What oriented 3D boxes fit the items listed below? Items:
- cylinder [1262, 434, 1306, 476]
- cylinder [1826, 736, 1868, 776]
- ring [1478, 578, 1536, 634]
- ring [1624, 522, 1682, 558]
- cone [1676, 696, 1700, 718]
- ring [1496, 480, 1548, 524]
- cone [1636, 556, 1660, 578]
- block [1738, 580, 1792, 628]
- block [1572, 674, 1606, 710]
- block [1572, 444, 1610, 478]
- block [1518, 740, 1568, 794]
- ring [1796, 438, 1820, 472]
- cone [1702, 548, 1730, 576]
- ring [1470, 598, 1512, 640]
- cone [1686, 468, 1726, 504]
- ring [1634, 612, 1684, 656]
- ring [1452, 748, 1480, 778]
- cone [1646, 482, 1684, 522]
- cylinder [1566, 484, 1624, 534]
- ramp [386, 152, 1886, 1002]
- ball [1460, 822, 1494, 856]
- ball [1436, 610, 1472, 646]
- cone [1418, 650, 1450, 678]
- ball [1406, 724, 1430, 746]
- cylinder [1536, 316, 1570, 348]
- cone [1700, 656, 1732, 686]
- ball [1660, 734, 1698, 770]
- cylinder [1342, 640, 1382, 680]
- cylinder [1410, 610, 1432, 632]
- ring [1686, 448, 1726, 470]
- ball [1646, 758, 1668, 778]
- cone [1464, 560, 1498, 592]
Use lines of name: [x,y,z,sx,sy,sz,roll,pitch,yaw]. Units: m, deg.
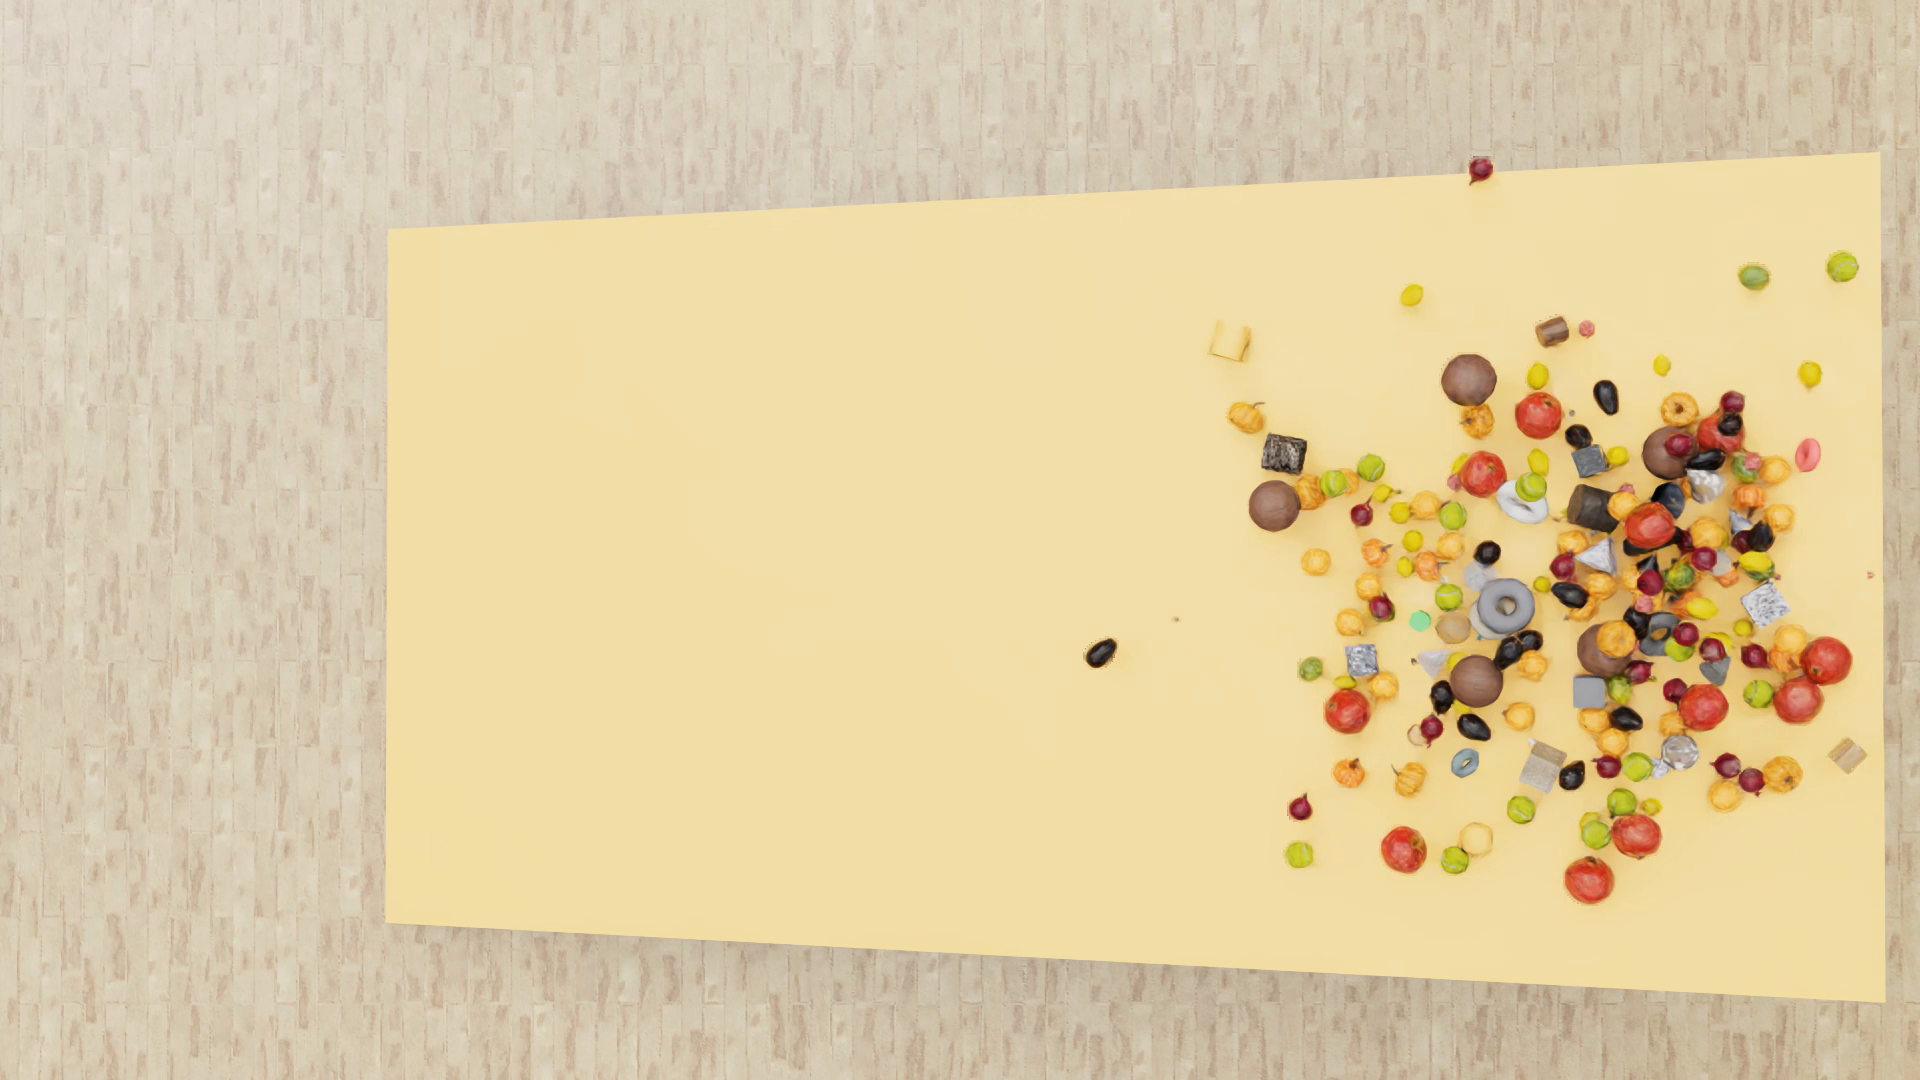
cylinder: [0.817,-0.216,5.543,0.092,0.092,0.092,12,89,17]
cylinder: [2.083,0.506,5.158,0.066,0.066,0.066,42,91,1]
ring: [1.330,0.160,5.355,0.139,0.046,0.139,0,91,4]
ring: [1.655,0.001,5.260,0.141,0.141,0.047,-24,98,0]
cone: [1.747,0.395,5.264,0.054,0.054,0.054,-2,79,12]
ring: [1.371,-0.091,5.359,0.134,0.134,0.045,38,66,1]
cone: [1.654,0.050,5.259,0.058,0.058,0.058,3,47,-3]
block: [1.906,0.153,5.208,0.083,0.083,0.083,-34,80,15]
block: [1.524,0.367,5.325,0.073,0.073,0.073,-4,92,17]
block: [1.530,-0.191,5.333,0.066,0.066,0.066,-20,83,23]
block: [1.416,0.552,5.341,0.081,0.081,0.081,25,120,16]
ring: [2.001,-0.200,5.189,0.028,0.083,0.083,8,89,-10]
cone: [1.775,0.063,5.195,0.069,0.069,0.069,0,69,-1]
ring: [1.314,0.187,5.404,0.122,0.041,0.122,-2,77,11]
cone: [1.723,-0.145,5.140,0.091,0.091,0.091,30,89,-27]
ring: [1.679,0.226,5.279,0.120,0.040,0.120,-1,116,-3]
ring: [1.239,0.546,5.389,0.079,0.026,0.079,-13,122,-21]
cone: [1.673,-0.091,5.284,0.094,0.094,0.094,-1,92,-17]
cylinder: [1.531,-0.075,5.303,0.099,0.099,0.099,14,89,-3]
ramp: [0.273,0.094,5.806,4.000,0.100,2.000,0,89,17]
ball: [1.268,0.735,5.396,0.082,0.082,0.082,0,89,0]
ball: [1.216,0.217,5.419,0.085,0.085,0.085,0,89,0]
cone: [1.189,0.292,5.453,0.075,0.075,0.075,-30,89,-13]
ball: [1.136,0.485,5.454,0.055,0.055,0.055,0,89,0]
cylinder: [1.444,-0.506,5.359,0.062,0.062,0.062,-22,89,1]
cone: [1.822,0.300,5.258,0.074,0.074,0.074,-40,89,-1]
ball: [1.705,0.502,5.210,0.086,0.086,0.086,0,89,0]
cylinder: [1.003,0.300,5.487,0.075,0.075,0.075,-16,72,0]
cylinder: [1.144,0.202,5.459,0.051,0.051,0.051,0,89,17]
ring: [1.757,-0.183,5.179,0.094,0.094,0.031,-16,61,0]
ball: [1.677,0.549,5.289,0.052,0.052,0.052,0,89,0]
cone: [1.278,0.082,5.395,0.084,0.084,0.084,-2,80,12]
